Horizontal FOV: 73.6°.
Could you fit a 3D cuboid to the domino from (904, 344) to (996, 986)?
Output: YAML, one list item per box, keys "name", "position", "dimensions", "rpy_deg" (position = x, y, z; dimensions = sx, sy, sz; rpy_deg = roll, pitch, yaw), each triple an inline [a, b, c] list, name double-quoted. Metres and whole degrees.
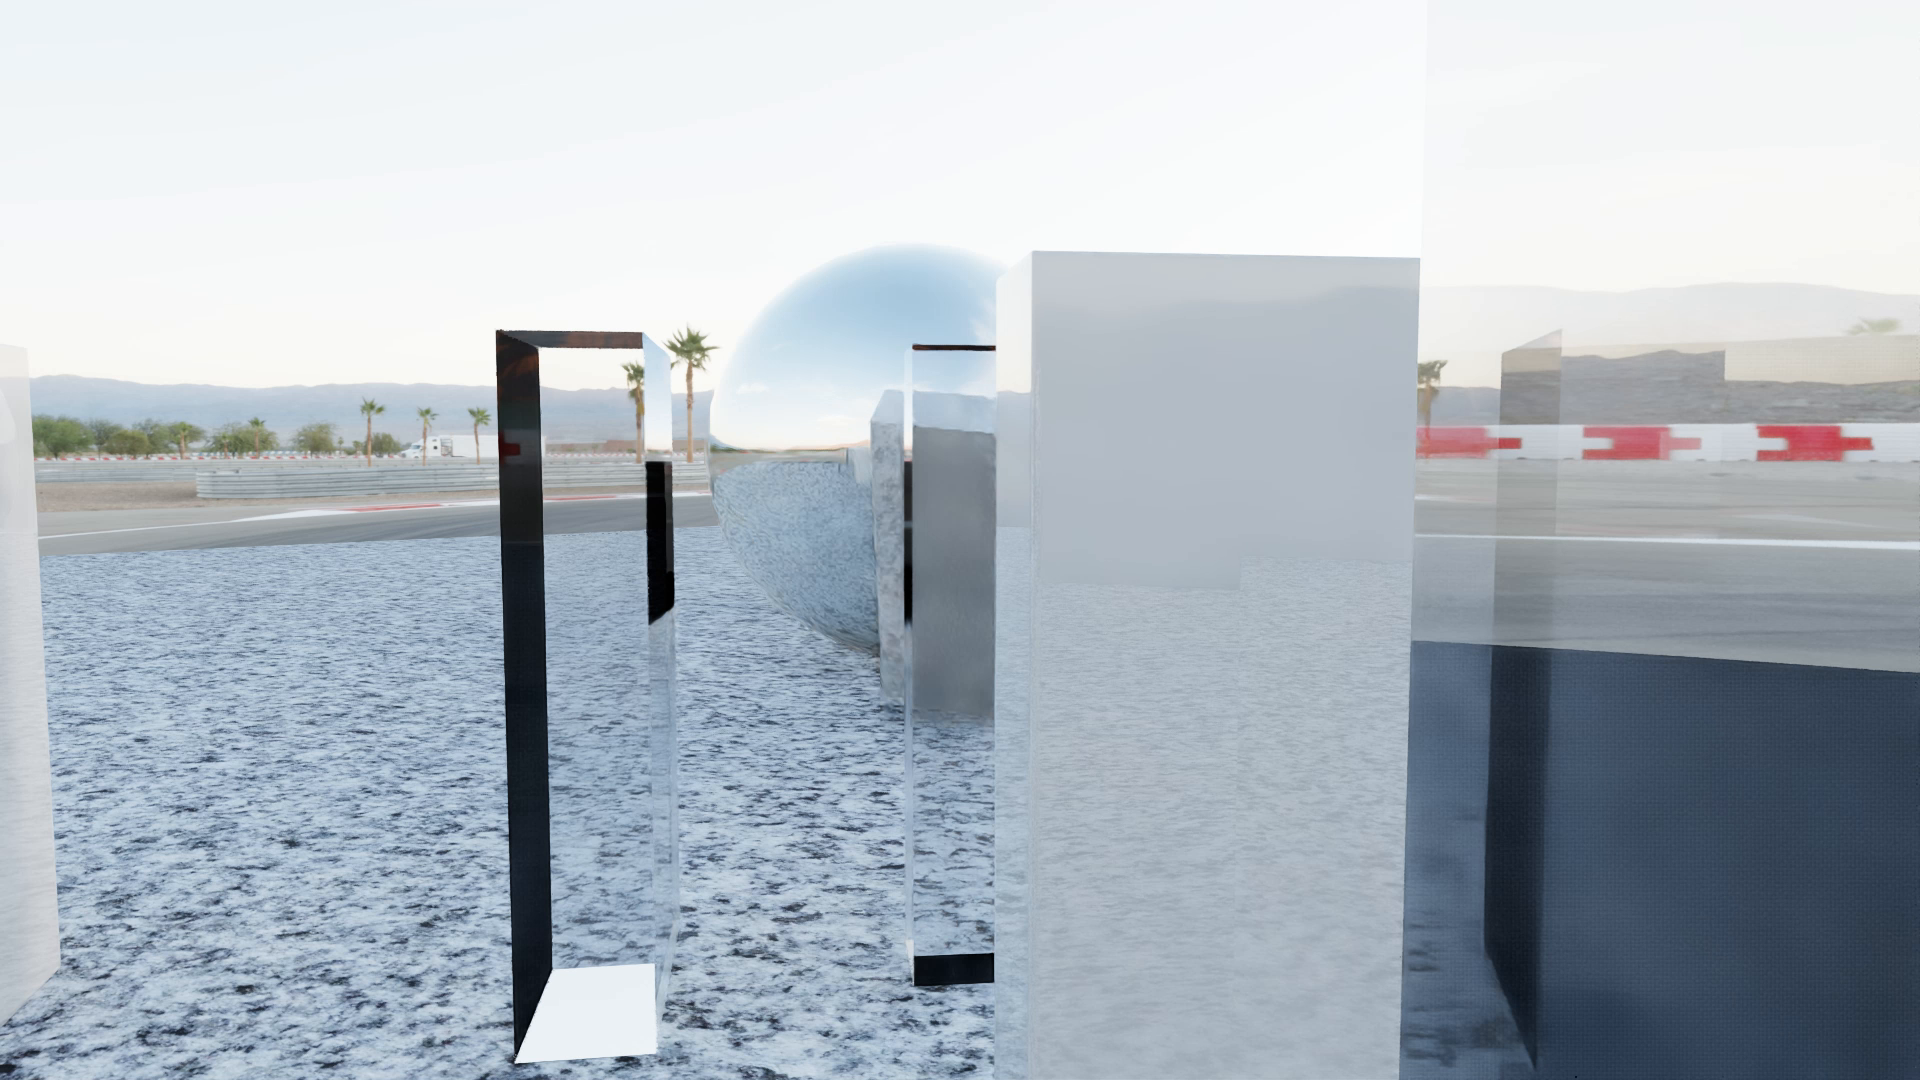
- name: "domino"
  position: [0.008, 0.010, 0.105]
  dimensions: [0.025, 0.050, 0.009]
  rpy_deg: [0, 4, -6]

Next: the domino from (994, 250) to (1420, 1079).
- name: "domino"
  position: [0.015, 0.013, 0.058]
  dimensions: [0.025, 0.050, 0.010]
  rpy_deg: [-1, 4, -7]

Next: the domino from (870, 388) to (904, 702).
- name: "domino"
  position: [0.001, 0.003, 0.189]
  dimensions: [0.025, 0.050, 0.010]
  rpy_deg: [6, 36, 8]

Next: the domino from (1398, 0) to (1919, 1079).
- name: "domino"
  position: [0.017, 0.017, 0.011]
  dimensions: [0.025, 0.050, 0.009]
  rpy_deg: [0, 4, 3]

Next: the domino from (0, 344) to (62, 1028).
- name: "domino"
  position: [-0.074, 0.011, 0.089]
  dimensions: [0.009, 0.050, 0.025]
  rpy_deg: [-1, 4, -17]

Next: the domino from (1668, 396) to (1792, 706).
- name: "domino"
  position: [0.132, 0.001, 0.219]
  dimensions: [0.025, 0.050, 0.009]
  rpy_deg: [-4, 6, -42]

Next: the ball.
- name: "ball"
  position: [-0.009, -0.017, 0.250]
  dimensions: [0.080, 0.080, 0.080]
  rpy_deg: [0, 4, 0]

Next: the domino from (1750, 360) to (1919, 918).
- name: "domino"
  position: [0.089, 0.009, 0.120]
  dimensions: [0.009, 0.050, 0.025]
  rpy_deg: [-1, 4, -14]

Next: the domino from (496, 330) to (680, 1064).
- name: "domino"
  position: [-0.028, 0.010, 0.099]
  dimensions: [0.009, 0.050, 0.025]
  rpy_deg: [-1, 4, -8]
